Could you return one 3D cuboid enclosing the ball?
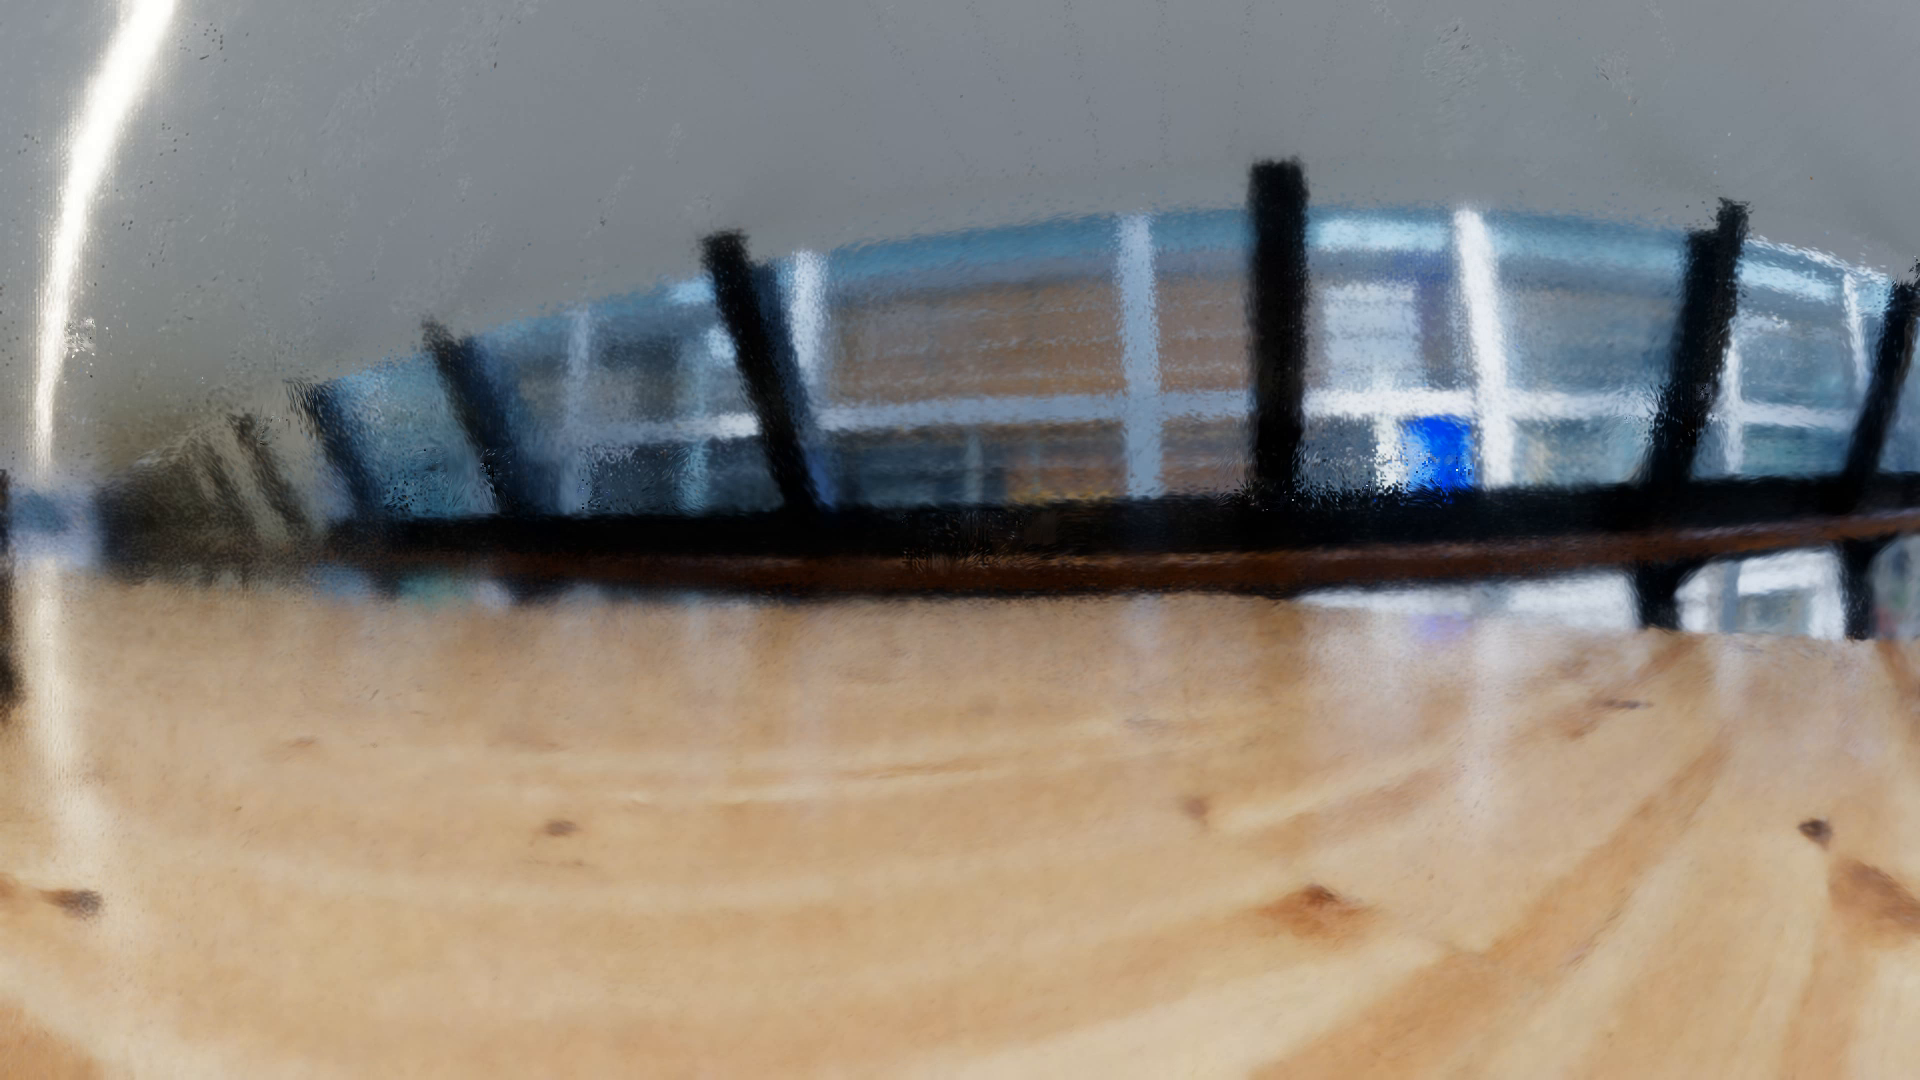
[{"bbox_3d":[0.000,-0.002,0.056,0.080,0.080,0.080,0,4,0],"label":"ball"}]
